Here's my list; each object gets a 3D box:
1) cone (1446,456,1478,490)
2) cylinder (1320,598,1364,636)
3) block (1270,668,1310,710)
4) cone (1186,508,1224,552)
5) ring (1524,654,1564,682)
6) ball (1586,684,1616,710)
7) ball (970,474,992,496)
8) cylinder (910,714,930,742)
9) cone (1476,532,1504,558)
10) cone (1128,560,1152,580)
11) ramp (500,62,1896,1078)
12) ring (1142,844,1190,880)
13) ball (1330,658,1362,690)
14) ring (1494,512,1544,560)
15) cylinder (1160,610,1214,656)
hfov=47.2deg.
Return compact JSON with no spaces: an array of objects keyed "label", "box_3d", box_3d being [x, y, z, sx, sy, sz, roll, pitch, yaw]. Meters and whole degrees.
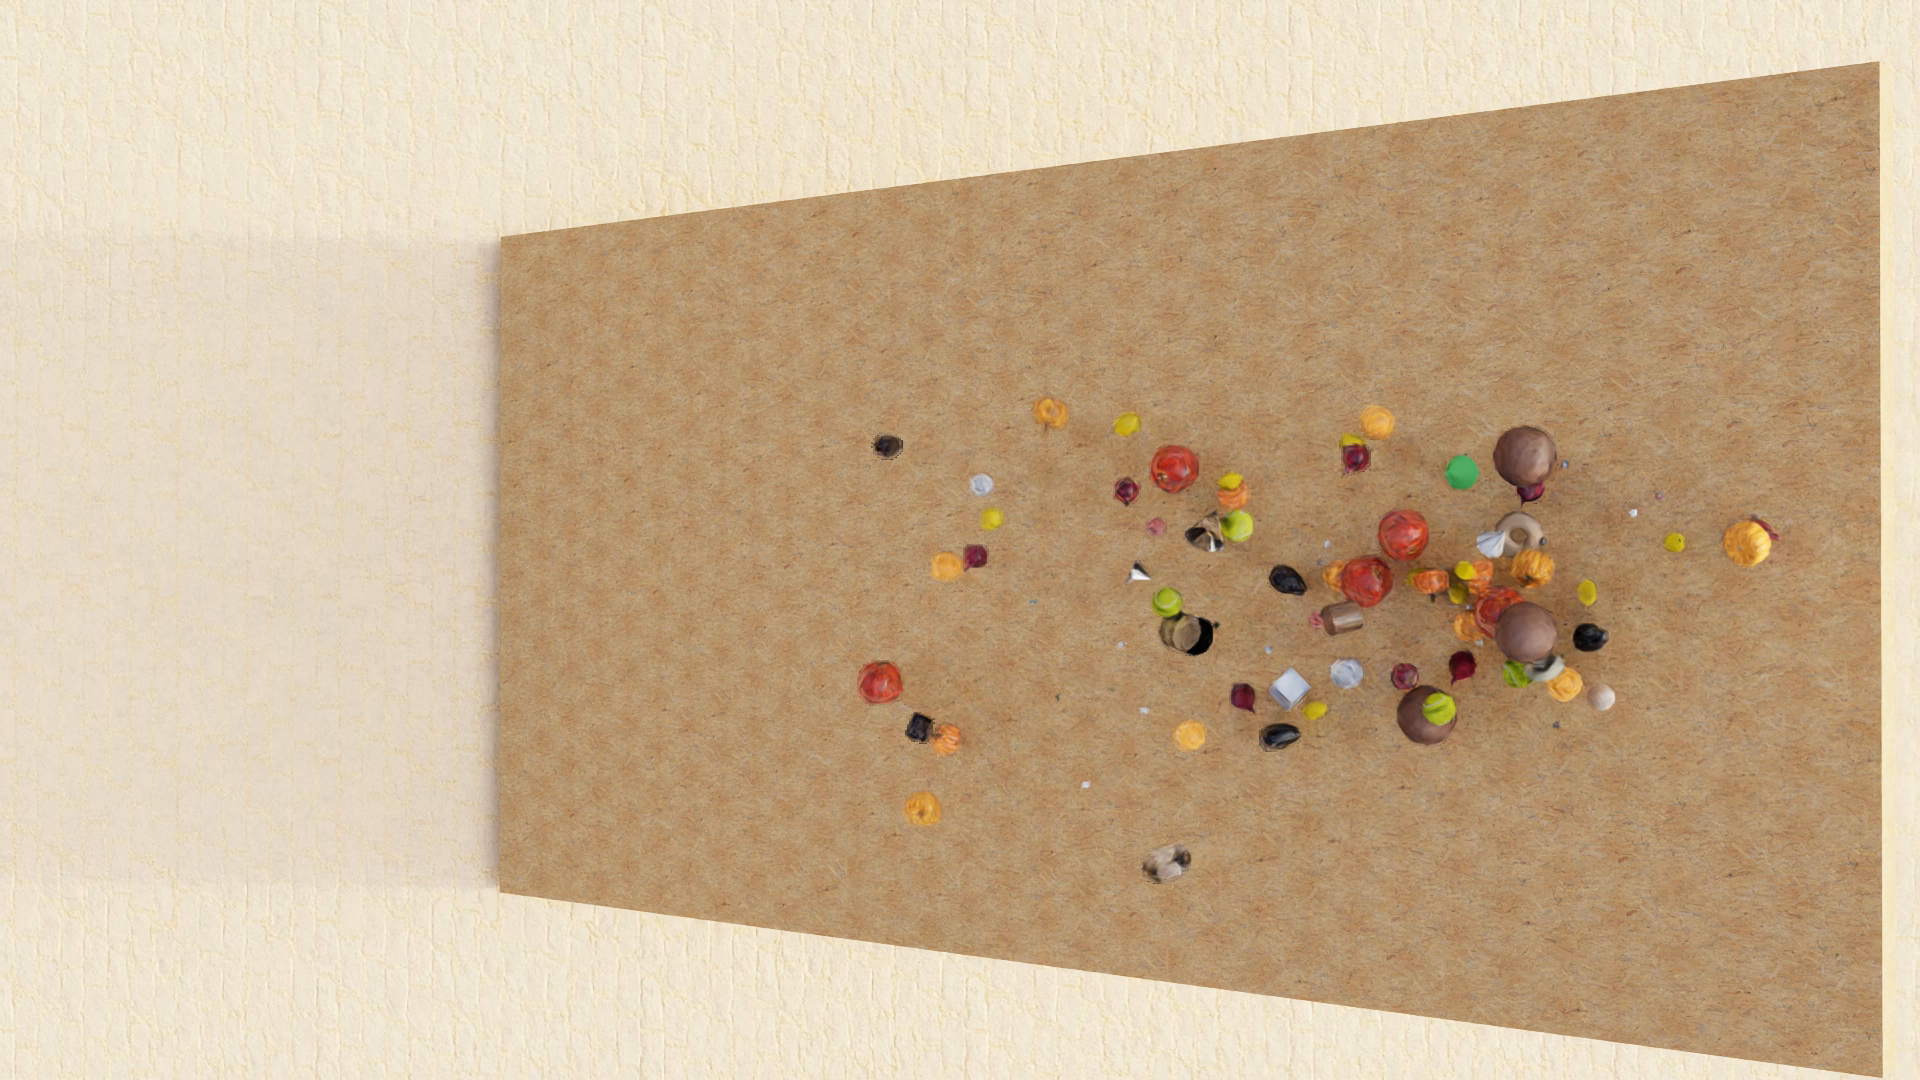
[{"label":"cone","box_3d":[1.083,-0.148,4.817,0.077,0.077,0.077,0,89,37]},{"label":"cylinder","box_3d":[0.830,0.168,4.777,0.067,0.067,0.067,-19,90,-21]},{"label":"block","box_3d":[0.751,0.339,5.012,0.061,0.061,0.061,-40,75,-14]},{"label":"cone","box_3d":[0.592,-0.038,5.191,0.095,0.095,0.095,25,60,0]},{"label":"ring","box_3d":[1.236,0.270,4.652,0.086,0.086,0.029,-20,109,0]},{"label":"ball","box_3d":[1.317,0.323,4.517,0.056,0.056,0.056,0,90,0]},{"label":"ball","box_3d":[0.056,-0.141,5.591,0.056,0.056,0.056,0,90,0]},{"label":"cylinder","box_3d":[-0.104,0.487,5.707,0.052,0.052,0.052,4,120,0]},{"label":"cone","box_3d":[1.137,-0.004,4.650,0.063,0.063,0.063,9,60,-16]},{"label":"cone","box_3d":[0.441,0.085,5.324,0.052,0.052,0.052,25,90,4]},{"label":"ramp","box_3d":[0.234,0.066,5.554,4.000,0.100,2.000,0,89,37]},{"label":"ring","box_3d":[0.487,0.762,5.192,0.119,0.119,0.040,-20,111,0]},{"label":"ball","box_3d":[0.874,0.301,4.971,0.072,0.072,0.072,0,90,0]},{"label":"ring","box_3d":[1.205,-0.009,4.745,0.107,0.036,0.107,6,104,27]},{"label":"cylinder","box_3d":[0.535,0.219,5.193,0.091,0.091,0.091,-5,100,-28]}]
